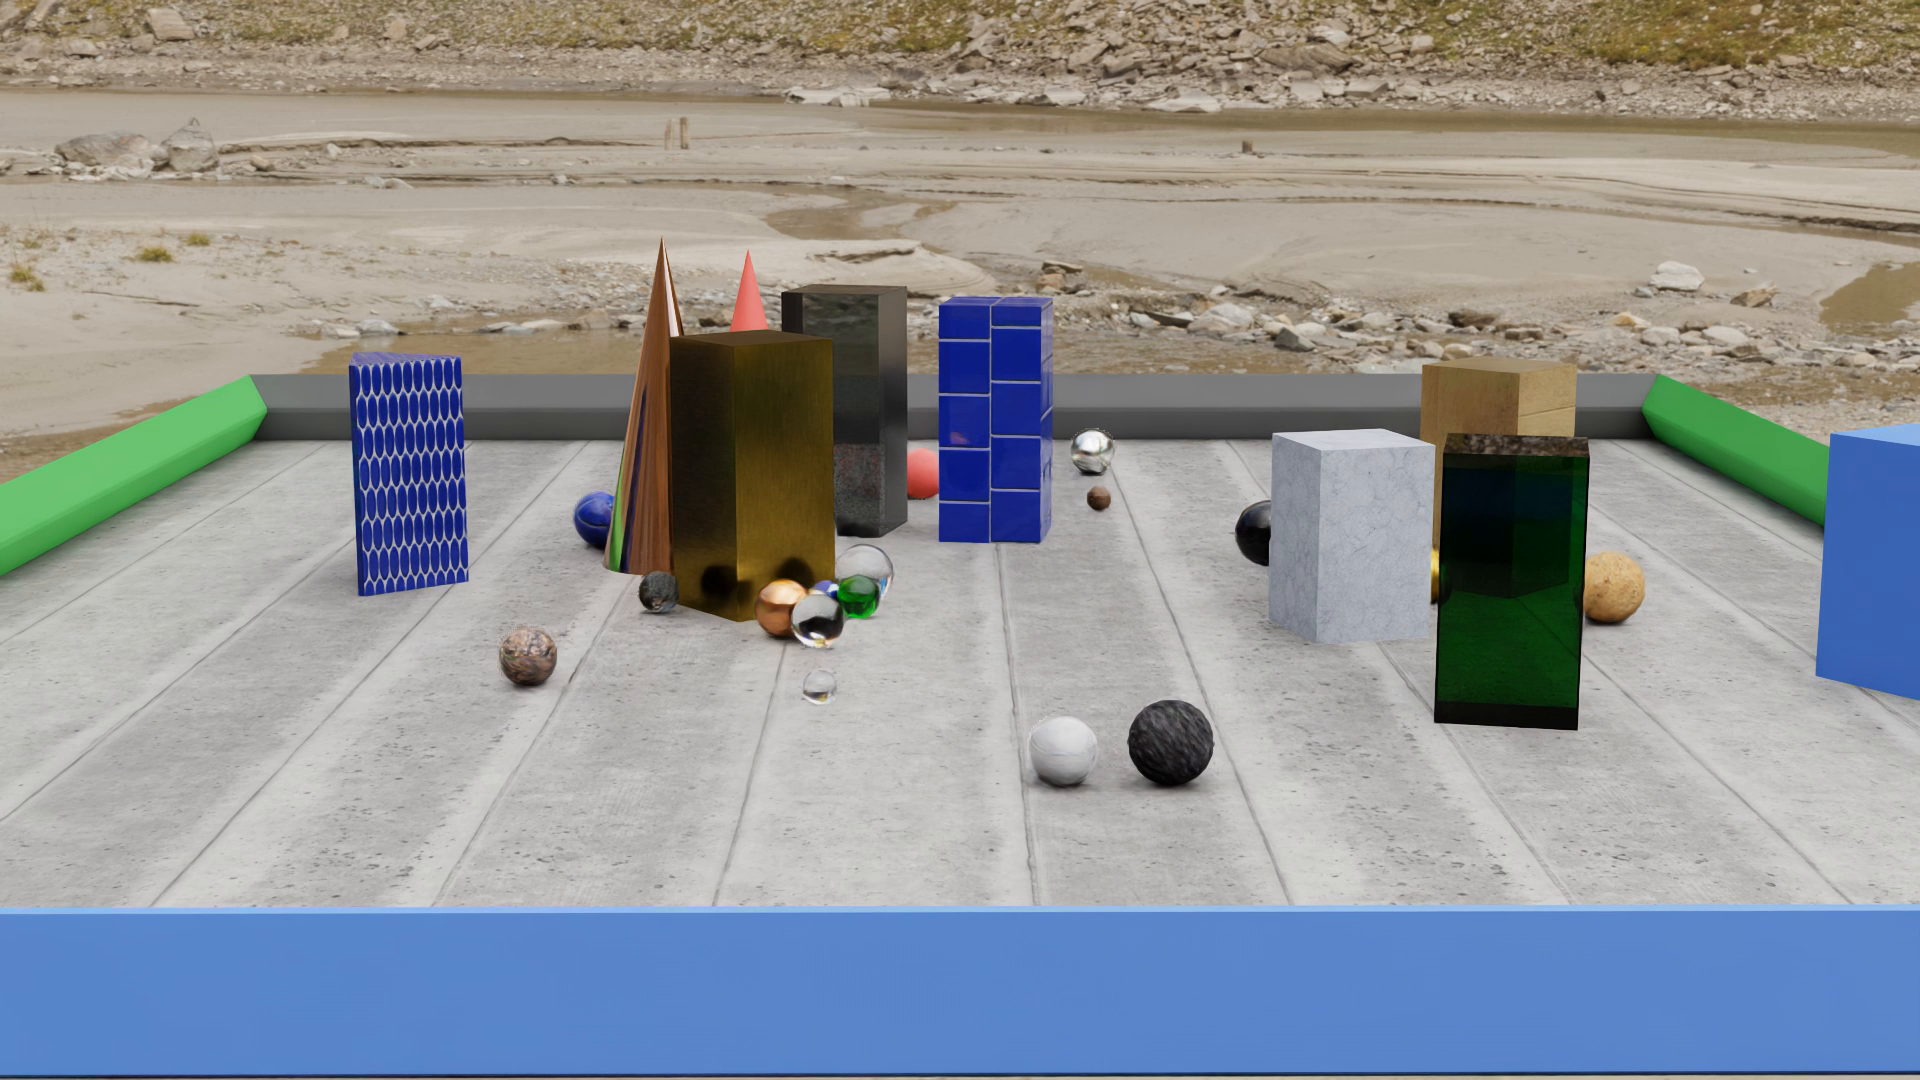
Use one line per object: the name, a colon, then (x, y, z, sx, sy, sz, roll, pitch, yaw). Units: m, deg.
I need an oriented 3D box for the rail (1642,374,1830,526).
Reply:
rail: (1.361, 0.031, 3.457, 0.045, 0.127, 3.238, 0, 11, 0)

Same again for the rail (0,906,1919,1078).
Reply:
rail: (0.009, 0.324, 1.880, 2.769, 0.127, 0.045, 0, 11, 0)

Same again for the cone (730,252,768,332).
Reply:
cone: (-0.365, -0.299, 4.456, 0.196, 0.415, 0.196, 0, 11, 0)

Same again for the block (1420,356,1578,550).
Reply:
block: (0.767, -0.099, 3.672, 0.157, 0.307, 0.157, 10, 14, 42)

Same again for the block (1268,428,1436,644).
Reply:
block: (0.507, -0.007, 3.335, 0.157, 0.250, 0.157, -3, 11, -16)

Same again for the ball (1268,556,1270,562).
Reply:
ball: (0.476, 0.027, 3.597, 0.086, 0.086, 0.086, 0, 11, 0)

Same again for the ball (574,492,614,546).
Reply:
ball: (-0.550, -0.032, 3.927, 0.082, 0.082, 0.082, 0, 11, 0)

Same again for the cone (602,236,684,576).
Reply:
cone: (-0.431, -0.205, 3.754, 0.196, 0.486, 0.196, 0, 11, 0)

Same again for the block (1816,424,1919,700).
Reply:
block: (1.141, 0.023, 3.047, 0.157, 0.296, 0.157, -7, 12, -33)

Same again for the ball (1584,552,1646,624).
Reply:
ball: (0.857, 0.063, 3.386, 0.094, 0.094, 0.094, 0, 11, 0)

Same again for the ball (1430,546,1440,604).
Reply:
ball: (0.634, 0.048, 3.498, 0.081, 0.081, 0.081, 0, 11, 0)

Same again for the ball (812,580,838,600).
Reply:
ball: (-0.180, 0.077, 3.440, 0.046, 0.046, 0.046, 0, 11, 0)

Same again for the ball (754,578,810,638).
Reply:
ball: (-0.226, 0.088, 3.298, 0.076, 0.076, 0.076, 0, 11, 0)

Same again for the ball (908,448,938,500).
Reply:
ball: (-0.064, -0.112, 4.351, 0.086, 0.086, 0.086, 0, 11, 0)

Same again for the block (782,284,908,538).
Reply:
block: (-0.180, -0.207, 4.057, 0.157, 0.379, 0.157, 3, 11, 15)

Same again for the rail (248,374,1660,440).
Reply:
rail: (-0.009, -0.258, 5.017, 2.769, 0.127, 0.045, 0, 11, 0)

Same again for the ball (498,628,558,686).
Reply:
ball: (-0.512, 0.138, 3.045, 0.069, 0.069, 0.069, 0, 11, 0)

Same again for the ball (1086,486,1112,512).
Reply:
ball: (0.230, -0.068, 4.237, 0.041, 0.041, 0.041, 0, 11, 0)

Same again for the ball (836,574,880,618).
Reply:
ball: (-0.135, 0.075, 3.412, 0.059, 0.059, 0.059, 0, 11, 0)

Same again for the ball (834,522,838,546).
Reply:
ball: (-0.220, -0.009, 3.822, 0.075, 0.075, 0.075, 0, 11, 0)

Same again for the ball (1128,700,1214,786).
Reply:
ball: (0.216, 0.207, 2.624, 0.088, 0.088, 0.088, 0, 11, 0)

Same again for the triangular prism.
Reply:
triangular prism: (-0.813, -0.100, 3.639, 0.170, 0.322, 0.147, -9, 14, -39)

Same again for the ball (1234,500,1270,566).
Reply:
ball: (0.452, -0.010, 3.771, 0.096, 0.096, 0.096, 0, 11, 0)

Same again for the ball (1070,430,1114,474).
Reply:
ball: (0.239, -0.158, 4.615, 0.079, 0.079, 0.079, 0, 11, 0)

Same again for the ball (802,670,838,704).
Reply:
ball: (-0.161, 0.170, 2.954, 0.041, 0.041, 0.041, 0, 11, 0)

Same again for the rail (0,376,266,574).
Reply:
rail: (-1.361, 0.034, 3.441, 0.045, 0.127, 3.238, 0, 11, 0)

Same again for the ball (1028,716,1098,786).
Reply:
ball: (0.106, 0.215, 2.623, 0.072, 0.072, 0.072, 0, 11, 0)

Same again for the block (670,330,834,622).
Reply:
block: (-0.280, -0.091, 3.468, 0.157, 0.366, 0.157, -8, 13, -37)

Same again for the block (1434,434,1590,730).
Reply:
block: (0.625, 0.044, 2.906, 0.157, 0.306, 0.157, 2, 11, 12)

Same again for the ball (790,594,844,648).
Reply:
ball: (-0.180, 0.102, 3.244, 0.068, 0.068, 0.068, 0, 11, 0)

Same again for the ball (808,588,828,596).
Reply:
ball: (-0.192, 0.090, 3.353, 0.053, 0.053, 0.053, 0, 11, 0)

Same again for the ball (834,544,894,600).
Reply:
ball: (-0.131, 0.047, 3.497, 0.084, 0.084, 0.084, 0, 11, 0)

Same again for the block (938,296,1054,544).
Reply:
block: (0.057, -0.189, 3.997, 0.157, 0.366, 0.157, 2, 11, 8)

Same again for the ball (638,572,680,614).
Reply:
ball: (-0.405, 0.070, 3.449, 0.056, 0.056, 0.056, 0, 11, 0)
